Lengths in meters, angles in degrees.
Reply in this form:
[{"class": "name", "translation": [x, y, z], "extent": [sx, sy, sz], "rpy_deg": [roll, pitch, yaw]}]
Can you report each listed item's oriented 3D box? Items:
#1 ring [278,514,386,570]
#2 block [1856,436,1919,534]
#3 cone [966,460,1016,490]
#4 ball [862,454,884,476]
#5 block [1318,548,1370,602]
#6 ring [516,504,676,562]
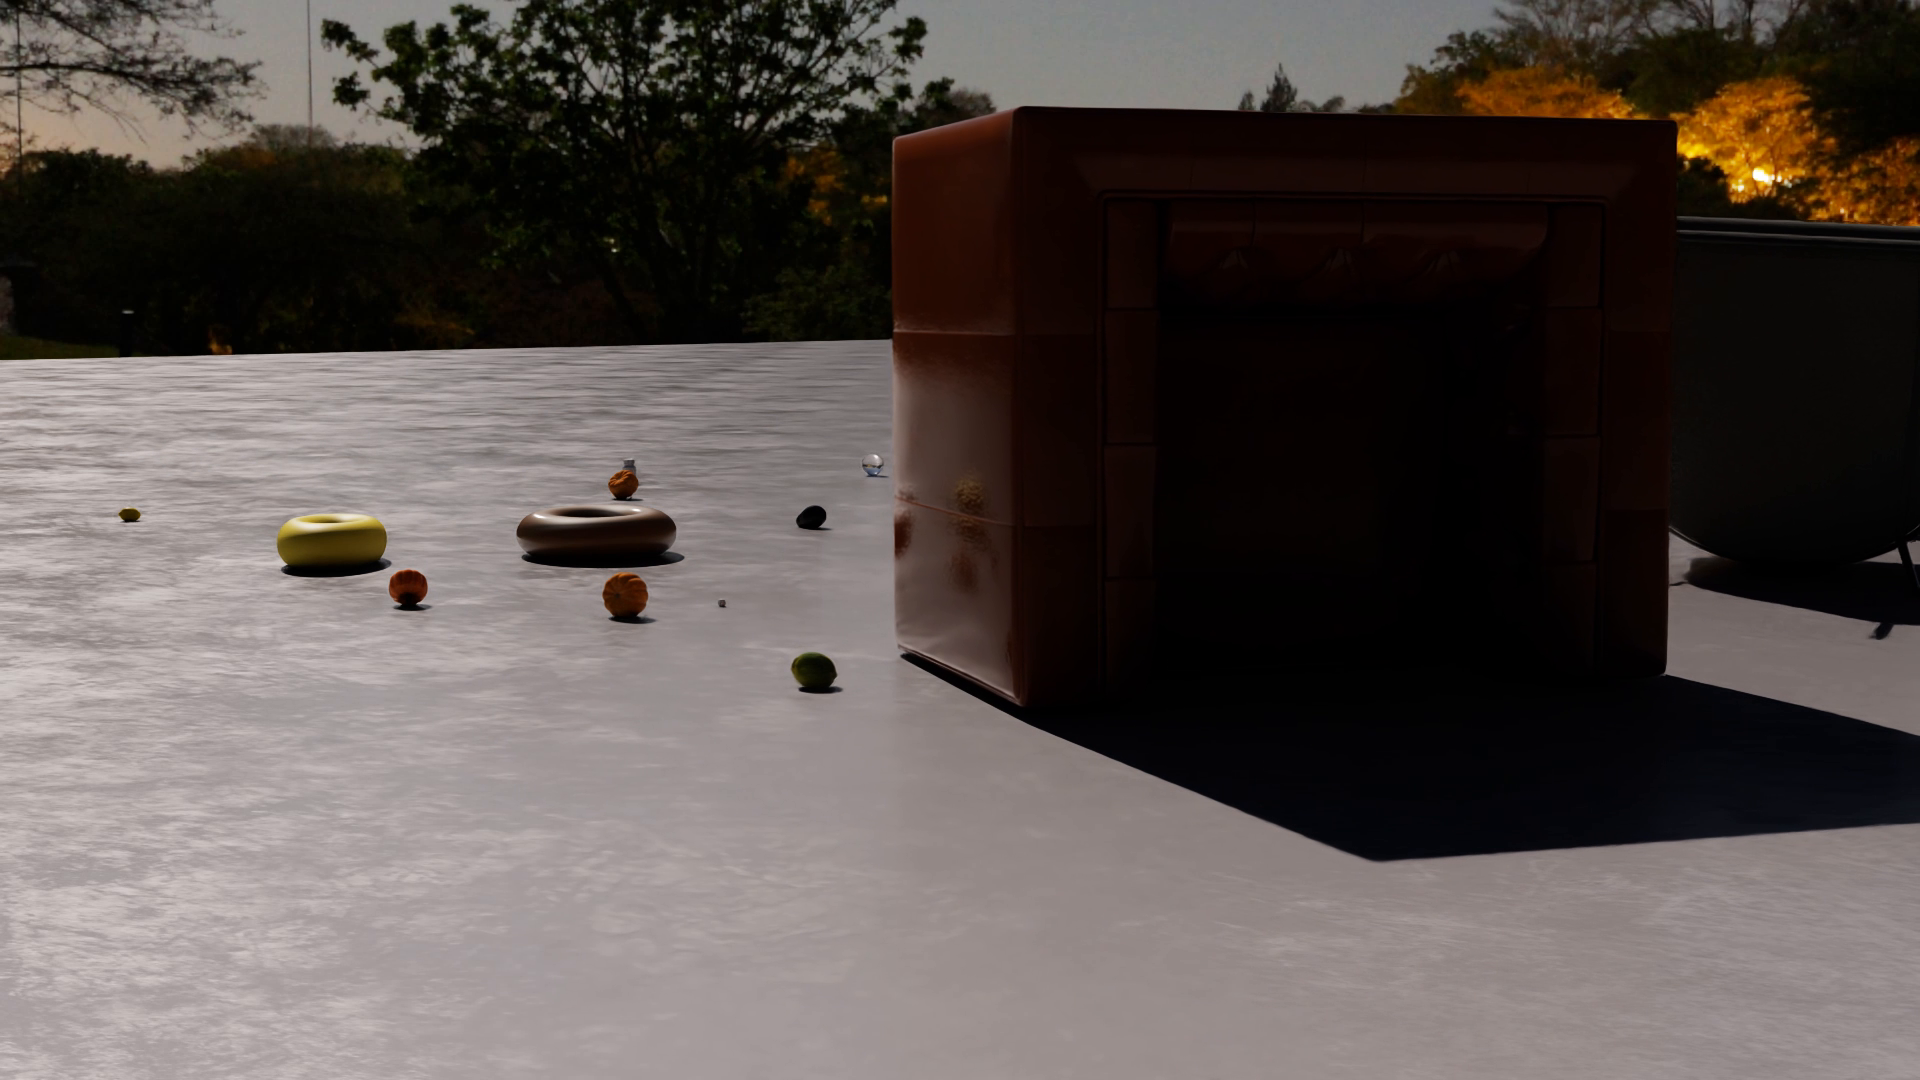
[{"class": "ring", "translation": [-1.438, 0.003, 5.881], "extent": [0.235, 0.105, 0.405], "rpy_deg": [1, 5, -1]}, {"class": "block", "translation": [2.416, -0.144, 6.648], "extent": [0.159, 0.238, 0.206], "rpy_deg": [2, 6, 17]}, {"class": "cone", "translation": [0.097, -0.205, 7.962], "extent": [0.143, 0.090, 0.179], "rpy_deg": [-5, 8, -40]}, {"class": "ball", "translation": [-0.288, -0.250, 8.479], "extent": [0.073, 0.073, 0.073], "rpy_deg": [0, 6, 0]}, {"class": "block", "translation": [0.785, 0.070, 5.249], "extent": [0.083, 0.099, 0.078], "rpy_deg": [-1, 6, -11]}, {"class": "ring", "translation": [-0.859, -0.016, 6.067], "extent": [0.373, 0.105, 0.441], "rpy_deg": [-3, 7, -20]}]
